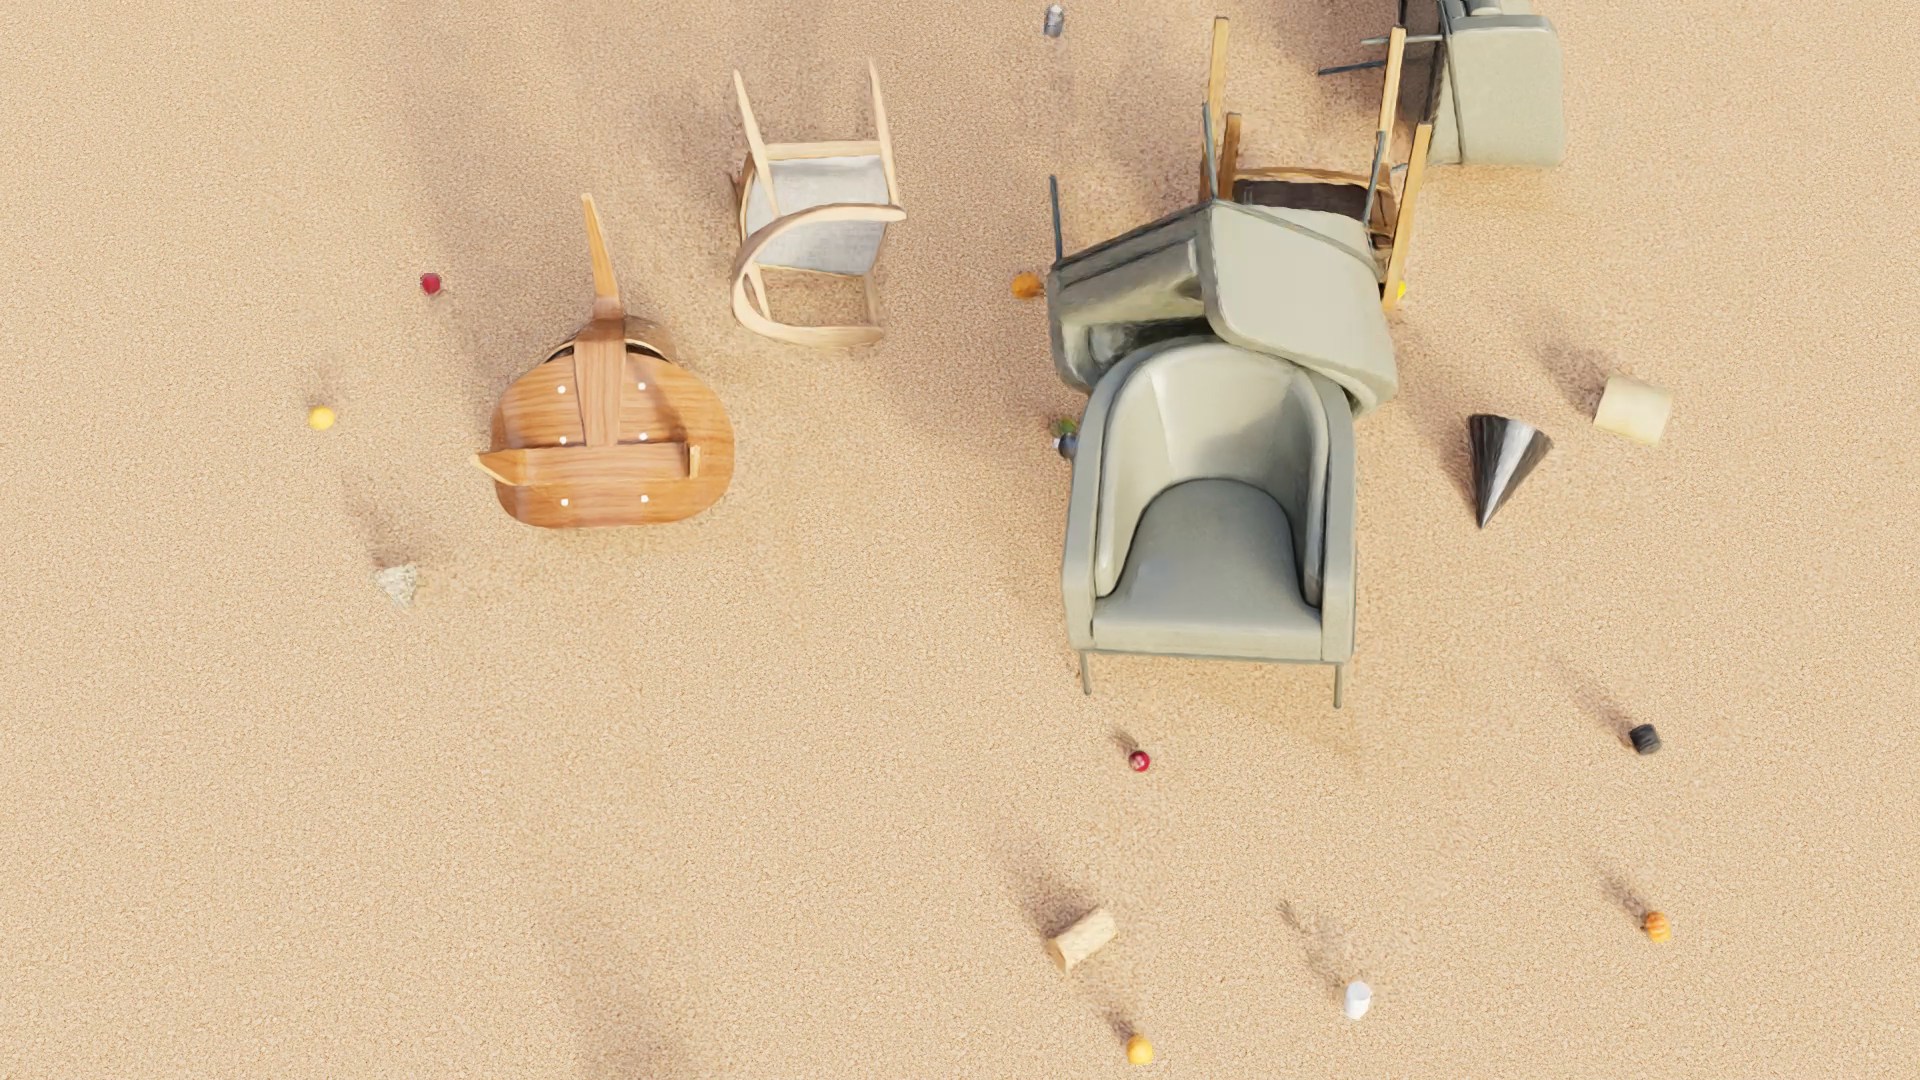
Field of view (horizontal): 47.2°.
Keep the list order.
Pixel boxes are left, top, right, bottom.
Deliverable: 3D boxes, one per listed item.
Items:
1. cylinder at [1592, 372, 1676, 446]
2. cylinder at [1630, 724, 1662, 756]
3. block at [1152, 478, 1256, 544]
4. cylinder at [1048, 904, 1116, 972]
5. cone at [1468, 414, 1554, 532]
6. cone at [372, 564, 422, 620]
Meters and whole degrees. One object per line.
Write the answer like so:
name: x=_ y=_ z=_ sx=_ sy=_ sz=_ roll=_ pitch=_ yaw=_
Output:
cylinder: x=2.073 y=-0.402 z=6.765 sx=0.201 sy=0.098 sz=0.170 roll=19 pitch=97 yaw=13
cylinder: x=1.918 y=0.560 z=6.157 sx=0.064 sy=0.069 sz=0.064 roll=3 pitch=52 yaw=-28
block: x=0.726 y=-0.086 z=6.557 sx=0.277 sy=0.125 sz=0.120 roll=-7 pitch=56 yaw=-5
cylinder: x=0.318 y=1.043 z=5.764 sx=0.163 sy=0.142 sz=0.081 roll=-32 pitch=53 yaw=-19
cone: x=1.612 y=-0.174 z=6.618 sx=0.278 sy=0.246 sz=0.325 roll=25 pitch=79 yaw=-28
cone: x=-1.626 y=0.162 z=6.419 sx=0.147 sy=0.159 sz=0.151 roll=-16 pitch=84 yaw=0
